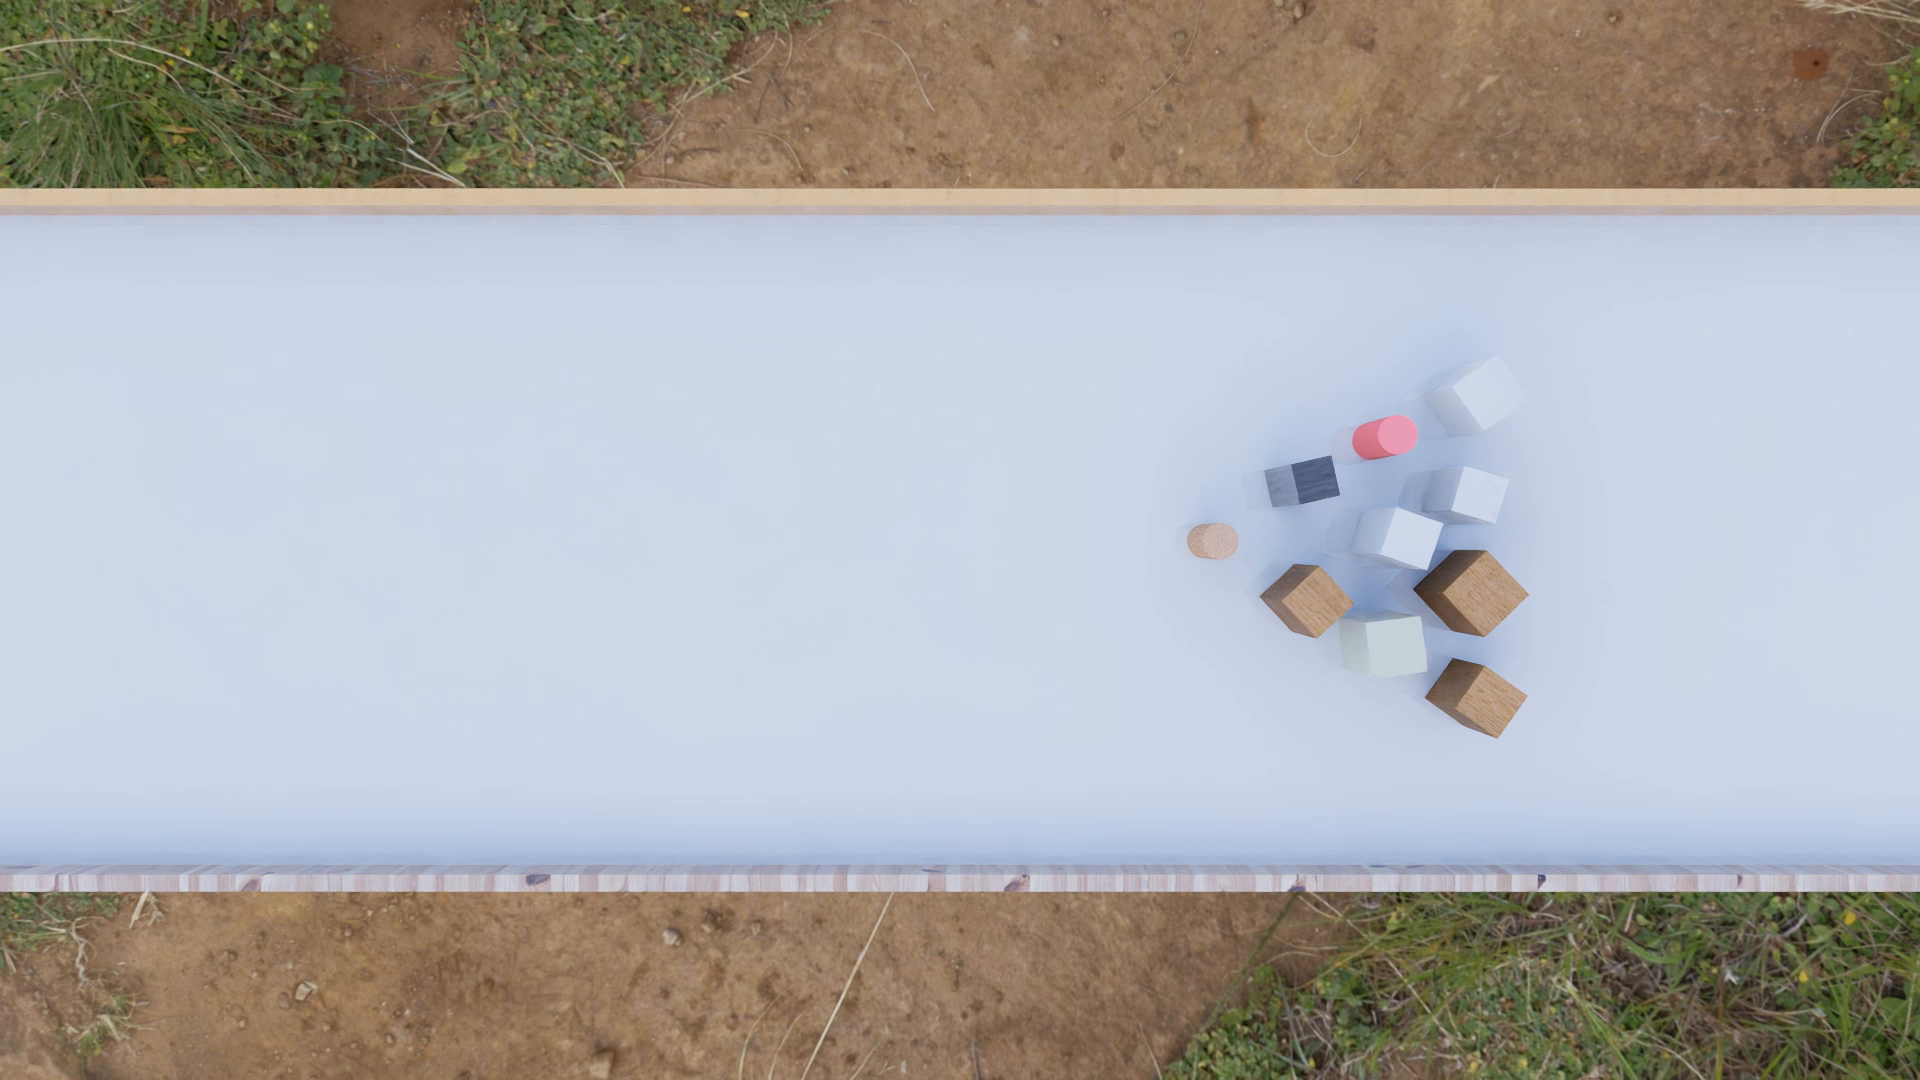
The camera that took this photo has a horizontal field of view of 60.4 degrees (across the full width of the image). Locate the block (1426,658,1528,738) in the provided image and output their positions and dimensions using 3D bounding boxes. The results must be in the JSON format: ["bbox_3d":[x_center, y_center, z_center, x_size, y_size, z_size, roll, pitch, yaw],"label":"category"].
[{"bbox_3d":[1.535,0.469,4.919,0.151,0.315,0.151,35,90,0],"label":"block"}]

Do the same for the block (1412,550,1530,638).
[{"bbox_3d":[1.518,0.155,4.918,0.178,0.317,0.178,-43,90,0],"label":"block"}]

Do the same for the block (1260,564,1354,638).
[{"bbox_3d":[1.026,0.178,4.899,0.148,0.354,0.148,-43,90,0],"label":"block"}]

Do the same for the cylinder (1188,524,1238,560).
[{"bbox_3d":[0.751,0.004,4.916,0.105,0.321,0.105,0,90,0],"label":"cylinder"}]

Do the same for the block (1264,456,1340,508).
[{"bbox_3d":[1.006,-0.170,4.869,0.117,0.415,0.117,-13,90,0],"label":"block"}]

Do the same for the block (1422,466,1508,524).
[{"bbox_3d":[1.505,-0.131,4.924,0.134,0.306,0.134,17,90,0],"label":"block"}]

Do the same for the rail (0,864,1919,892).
[{"bbox_3d":[-2.247,1.025,5.001,12.000,0.150,0.050,0,90,0],"label":"rail"}]

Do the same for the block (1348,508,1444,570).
[{"bbox_3d":[1.286,-0.003,4.885,0.141,0.383,0.141,19,90,0],"label":"block"}]

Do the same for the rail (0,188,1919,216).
[{"bbox_3d":[-2.247,-1.025,5.002,12.000,0.150,0.050,0,90,0],"label":"rail"}]

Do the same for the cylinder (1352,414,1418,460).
[{"bbox_3d":[1.265,-0.304,4.920,0.115,0.313,0.115,0,90,0],"label":"cylinder"}]

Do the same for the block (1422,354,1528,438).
[{"bbox_3d":[1.529,-0.425,4.916,0.158,0.320,0.158,-36,90,0],"label":"block"}]

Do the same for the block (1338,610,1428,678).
[{"bbox_3d":[1.252,0.308,4.903,0.161,0.346,0.161,-7,90,0],"label":"block"}]
